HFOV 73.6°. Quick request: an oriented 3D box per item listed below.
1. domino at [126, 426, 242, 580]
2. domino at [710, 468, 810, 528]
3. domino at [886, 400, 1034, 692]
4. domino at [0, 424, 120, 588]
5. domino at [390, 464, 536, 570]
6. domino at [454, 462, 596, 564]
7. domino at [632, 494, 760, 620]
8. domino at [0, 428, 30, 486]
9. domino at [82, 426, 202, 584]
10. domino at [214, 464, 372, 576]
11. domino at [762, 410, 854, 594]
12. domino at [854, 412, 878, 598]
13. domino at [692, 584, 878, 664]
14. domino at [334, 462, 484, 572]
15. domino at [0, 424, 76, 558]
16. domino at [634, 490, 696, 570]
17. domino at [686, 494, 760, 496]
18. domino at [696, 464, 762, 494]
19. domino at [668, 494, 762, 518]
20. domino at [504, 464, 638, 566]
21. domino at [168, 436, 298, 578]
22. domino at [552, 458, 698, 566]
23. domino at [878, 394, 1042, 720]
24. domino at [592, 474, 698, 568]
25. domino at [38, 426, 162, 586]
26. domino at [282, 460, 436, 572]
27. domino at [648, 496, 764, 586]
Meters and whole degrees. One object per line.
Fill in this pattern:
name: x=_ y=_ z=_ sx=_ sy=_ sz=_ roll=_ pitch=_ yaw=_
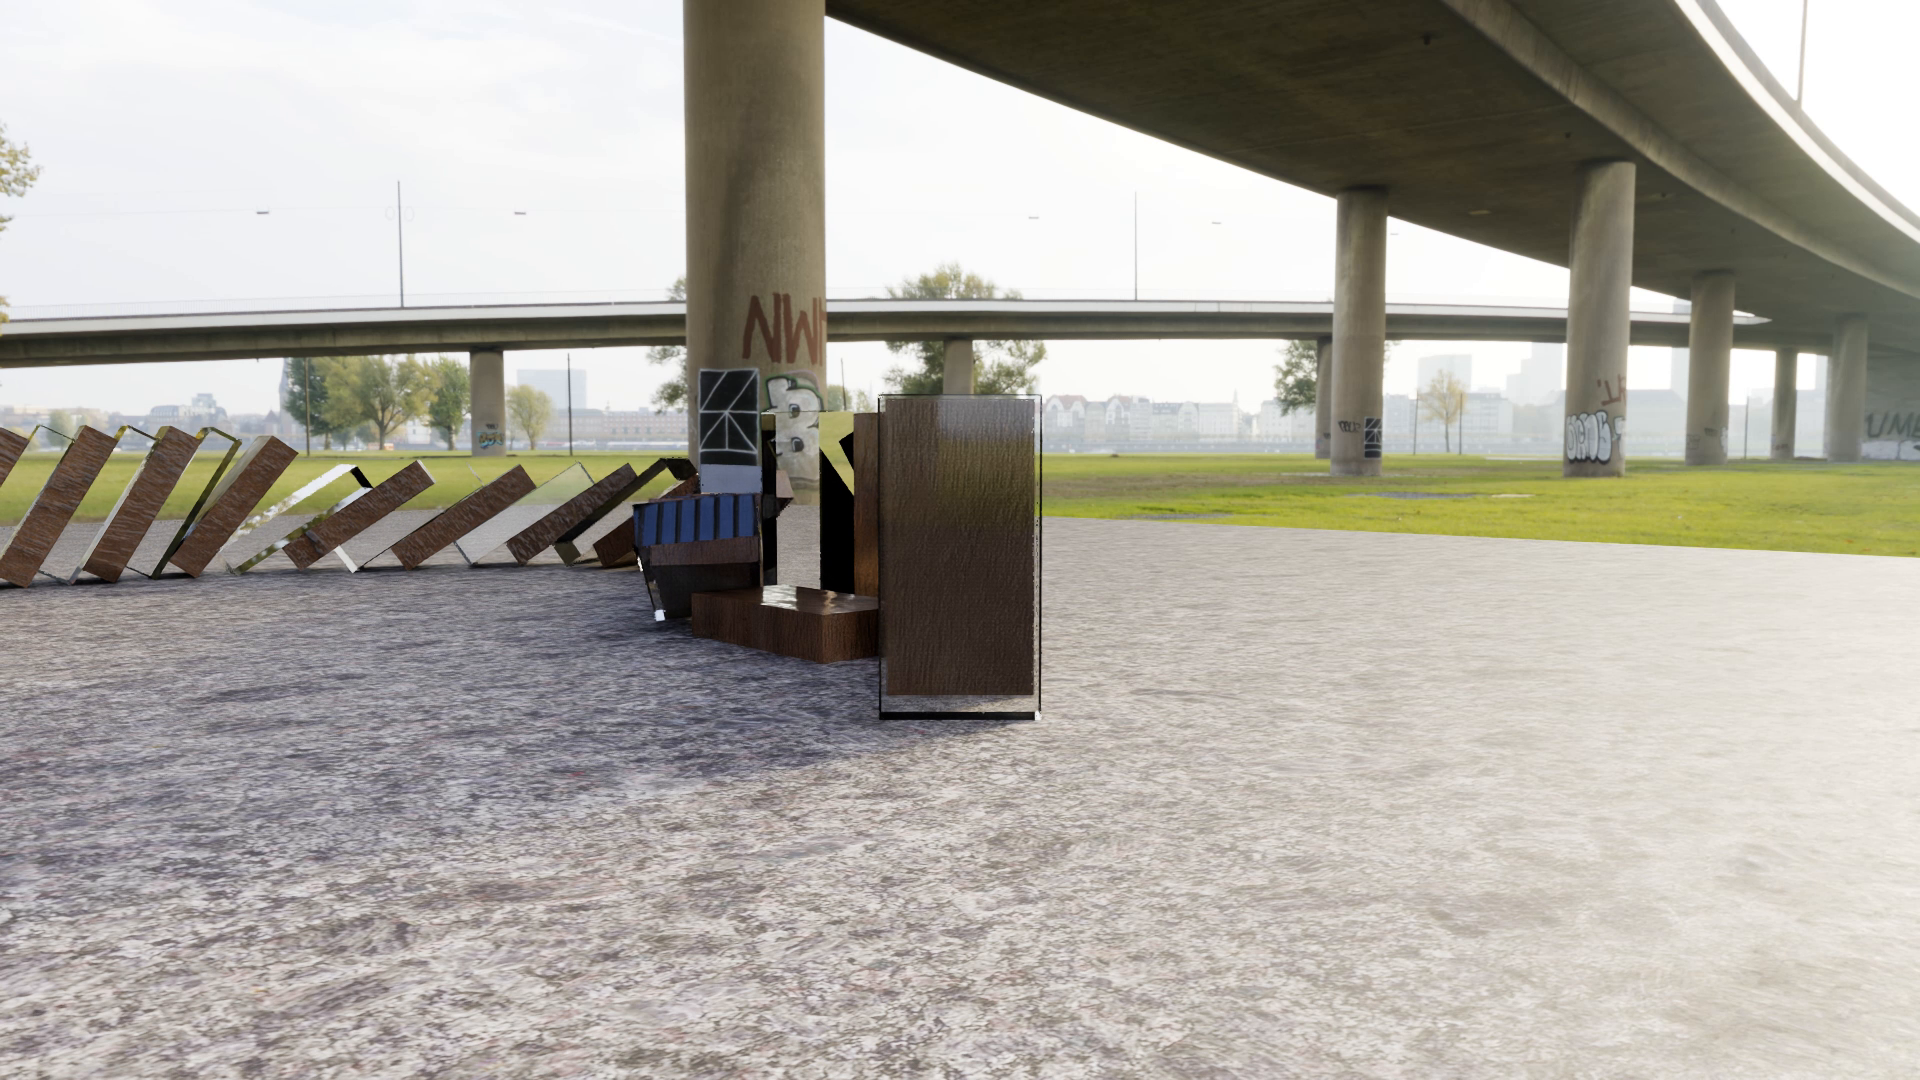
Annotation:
domino: x=-0.251 y=-0.012 z=0.413 sx=0.010 sy=0.050 sz=0.025 roll=34 pitch=-17 yaw=-34
domino: x=-0.070 y=-0.005 z=0.404 sx=0.025 sy=0.009 sz=0.050 roll=-1 pitch=-28 yaw=-37
domino: x=0.000 y=0.001 z=0.224 sx=0.025 sy=0.050 sz=0.009 roll=0 pitch=4 yaw=0
domino: x=-0.276 y=-0.011 z=0.391 sx=0.010 sy=0.050 sz=0.025 roll=33 pitch=-17 yaw=-35
domino: x=-0.172 y=-0.009 z=0.445 sx=0.050 sy=0.009 sz=0.025 roll=-36 pitch=15 yaw=-14
domino: x=-0.154 y=-0.010 z=0.454 sx=0.050 sy=0.010 sz=0.025 roll=-36 pitch=11 yaw=-14
domino: x=-0.058 y=0.005 z=0.290 sx=0.025 sy=0.010 sz=0.050 roll=-6 pitch=-20 yaw=-10
domino: x=-0.294 y=-0.010 z=0.378 sx=0.010 sy=0.050 sz=0.025 roll=33 pitch=-17 yaw=-35
domino: x=-0.259 y=-0.012 z=0.405 sx=0.010 sy=0.050 sz=0.025 roll=33 pitch=-17 yaw=-35
domino: x=-0.226 y=-0.008 z=0.433 sx=0.050 sy=0.009 sz=0.025 roll=-41 pitch=27 yaw=-28
domino: x=-0.036 y=-0.005 z=0.304 sx=0.010 sy=0.050 sz=0.025 roll=-4 pitch=6 yaw=-39
domino: x=-0.020 y=-0.006 z=0.318 sx=0.010 sy=0.050 sz=0.025 roll=-2 pitch=5 yaw=-27
domino: x=-0.034 y=0.017 z=0.275 sx=0.025 sy=0.010 sz=0.050 roll=-4 pitch=6 yaw=-41
domino: x=-0.188 y=-0.008 z=0.440 sx=0.050 sy=0.009 sz=0.025 roll=-37 pitch=15 yaw=-14
domino: x=-0.285 y=-0.010 z=0.385 sx=0.009 sy=0.050 sz=0.025 roll=33 pitch=-16 yaw=-35
domino: x=-0.083 y=-0.006 z=0.422 sx=0.050 sy=0.010 sz=0.025 roll=-35 pitch=-19 yaw=35
domino: x=-0.065 y=0.001 z=0.363 sx=0.025 sy=0.009 sz=0.050 roll=-1 pitch=-20 yaw=-12
domino: x=-0.067 y=-0.004 z=0.382 sx=0.025 sy=0.010 sz=0.050 roll=1 pitch=-30 yaw=-16
domino: x=-0.063 y=0.002 z=0.339 sx=0.025 sy=0.009 sz=0.050 roll=-1 pitch=-20 yaw=-10
domino: x=-0.137 y=-0.010 z=0.458 sx=0.050 sy=0.009 sz=0.025 roll=-35 pitch=11 yaw=-11
domino: x=-0.241 y=-0.012 z=0.422 sx=0.010 sy=0.050 sz=0.025 roll=43 pitch=-22 yaw=-32
domino: x=-0.116 y=-0.010 z=0.450 sx=0.050 sy=0.009 sz=0.025 roll=-36 pitch=-3 yaw=10
domino: x=0.000 y=0.002 z=0.201 sx=0.025 sy=0.050 sz=0.009 roll=0 pitch=4 yaw=0
domino: x=-0.099 y=-0.007 z=0.439 sx=0.050 sy=0.009 sz=0.025 roll=-30 pitch=-9 yaw=23
domino: x=-0.268 y=-0.011 z=0.398 sx=0.010 sy=0.050 sz=0.025 roll=33 pitch=-17 yaw=-35
domino: x=-0.203 y=-0.009 z=0.435 sx=0.050 sy=0.010 sz=0.025 roll=-37 pitch=15 yaw=-15
domino: x=-0.061 y=0.004 z=0.315 sx=0.025 sy=0.010 sz=0.050 roll=-2 pitch=-21 yaw=-8
